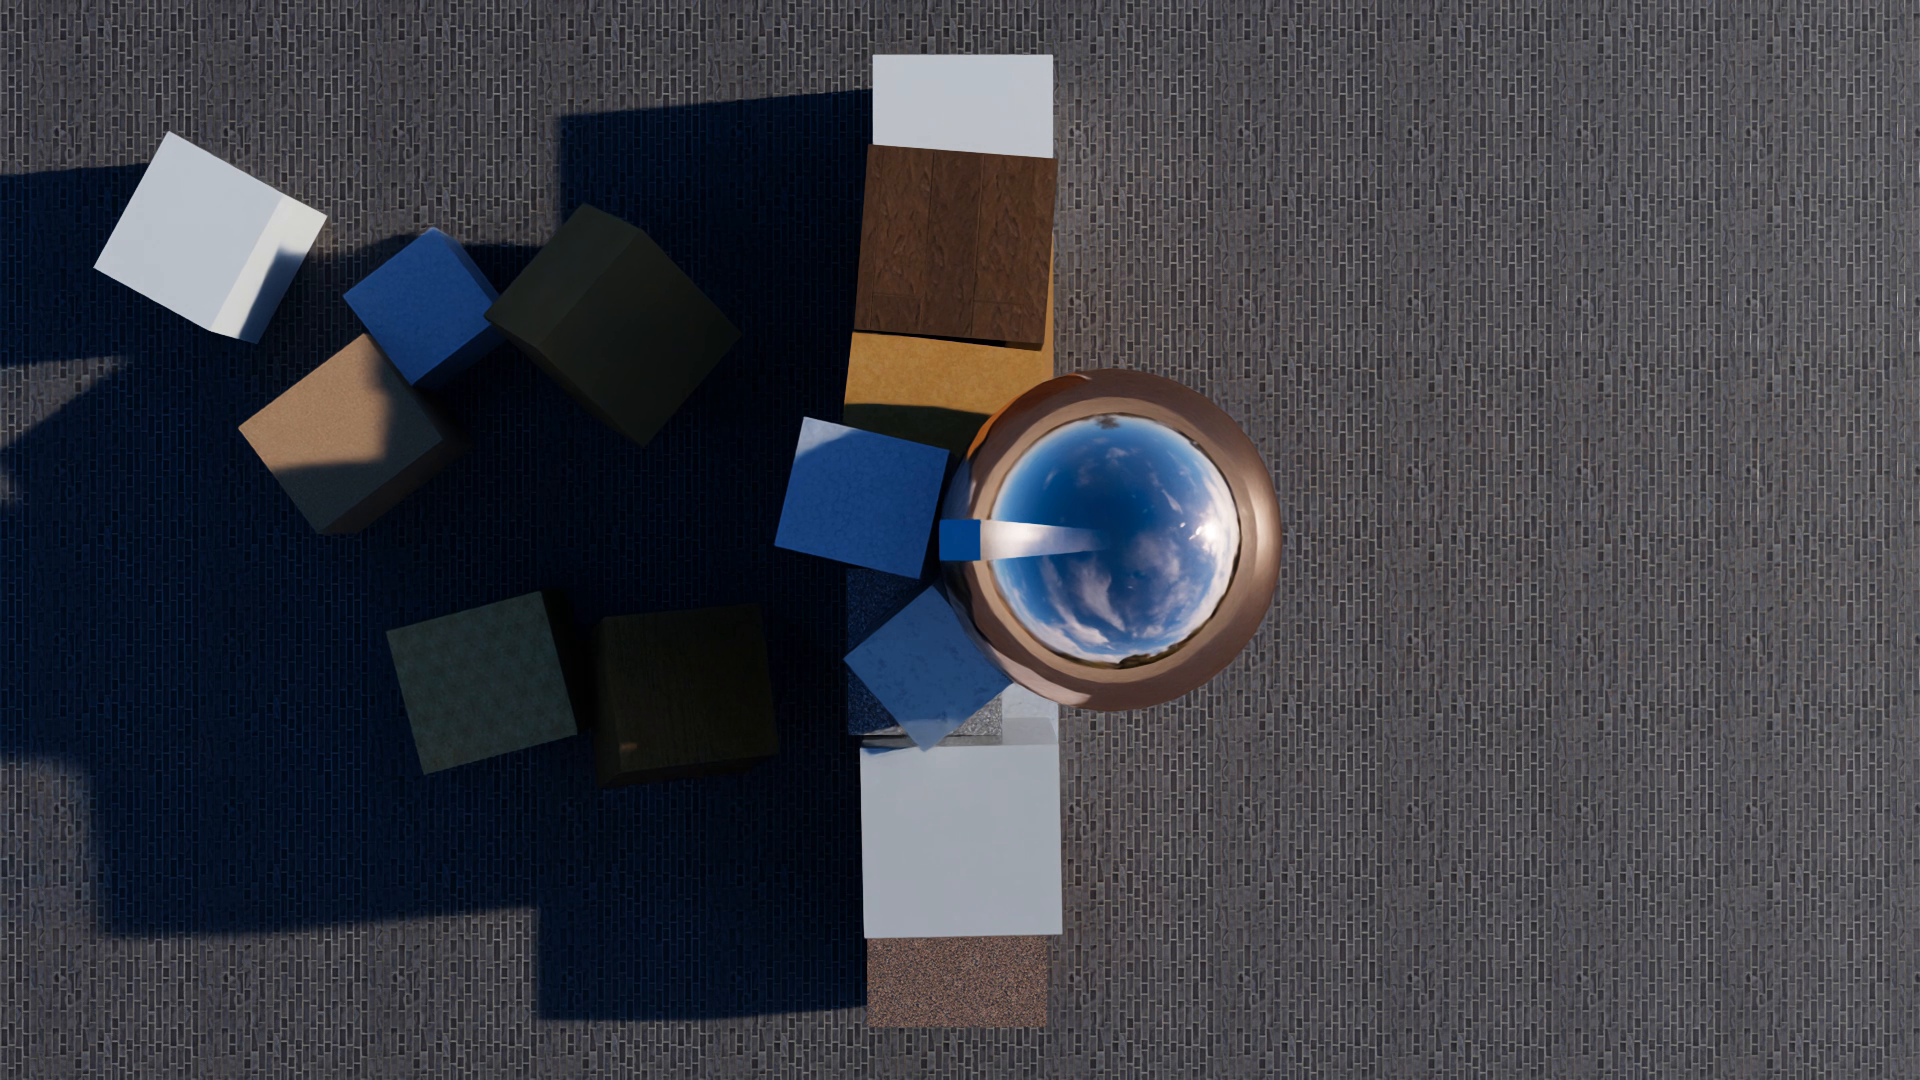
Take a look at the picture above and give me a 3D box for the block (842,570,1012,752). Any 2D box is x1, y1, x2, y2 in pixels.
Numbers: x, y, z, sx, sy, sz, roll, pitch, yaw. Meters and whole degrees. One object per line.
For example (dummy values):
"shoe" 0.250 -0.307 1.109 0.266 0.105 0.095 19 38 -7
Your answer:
"block" -0.097 0.557 10.815 0.593 0.555 0.607 -40 93 18

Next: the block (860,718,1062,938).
"block" 0.006 1.459 11.359 0.976 1.106 0.940 -1 92 0

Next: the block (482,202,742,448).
"block" -1.950 -1.213 12.369 0.859 0.751 0.903 -50 129 -8

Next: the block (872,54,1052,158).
"block" 0.016 -2.163 12.553 0.991 0.895 1.016 0 90 0

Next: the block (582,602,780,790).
"block" -1.588 0.887 12.379 0.873 0.871 0.847 -5 79 -19

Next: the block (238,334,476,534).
"block" -3.433 -0.591 12.592 0.872 0.816 0.736 -37 90 0

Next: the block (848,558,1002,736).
"block" -0.178 0.543 11.511 0.784 0.698 0.852 0 94 0

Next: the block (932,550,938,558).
"block" 0.017 -0.065 12.427 1.085 1.145 1.052 1 90 0

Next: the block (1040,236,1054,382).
"block" 0.019 -1.124 12.453 0.973 1.094 1.041 0 90 0

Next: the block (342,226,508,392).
"block" -3.030 -1.319 12.692 0.645 0.615 0.638 -37 90 0

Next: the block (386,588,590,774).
"block" -2.660 0.795 12.621 0.892 0.758 0.827 -15 90 0

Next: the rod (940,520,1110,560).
"rod" 0.301 0.000 6.856 0.080 5.200 0.080 0 90 7

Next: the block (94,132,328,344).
"block" -4.266 -1.710 12.581 0.730 0.837 0.863 29 90 0

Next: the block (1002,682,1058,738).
"block" 0.012 1.031 12.459 1.042 1.082 1.122 0 90 0

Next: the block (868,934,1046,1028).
"block" -0.016 2.136 12.529 0.985 0.942 1.070 0 90 0

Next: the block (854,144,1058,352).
"block" -0.019 -1.468 11.402 0.945 1.009 0.920 4 90 0

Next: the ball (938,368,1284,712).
"ball" 0.696 0.000 10.233 1.600 1.600 1.600 0 90 0

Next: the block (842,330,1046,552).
"block" -0.115 -0.471 11.397 0.964 0.915 1.045 7 90 0

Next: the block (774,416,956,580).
"block" -0.442 -0.194 10.572 0.696 0.721 0.618 13 90 2
